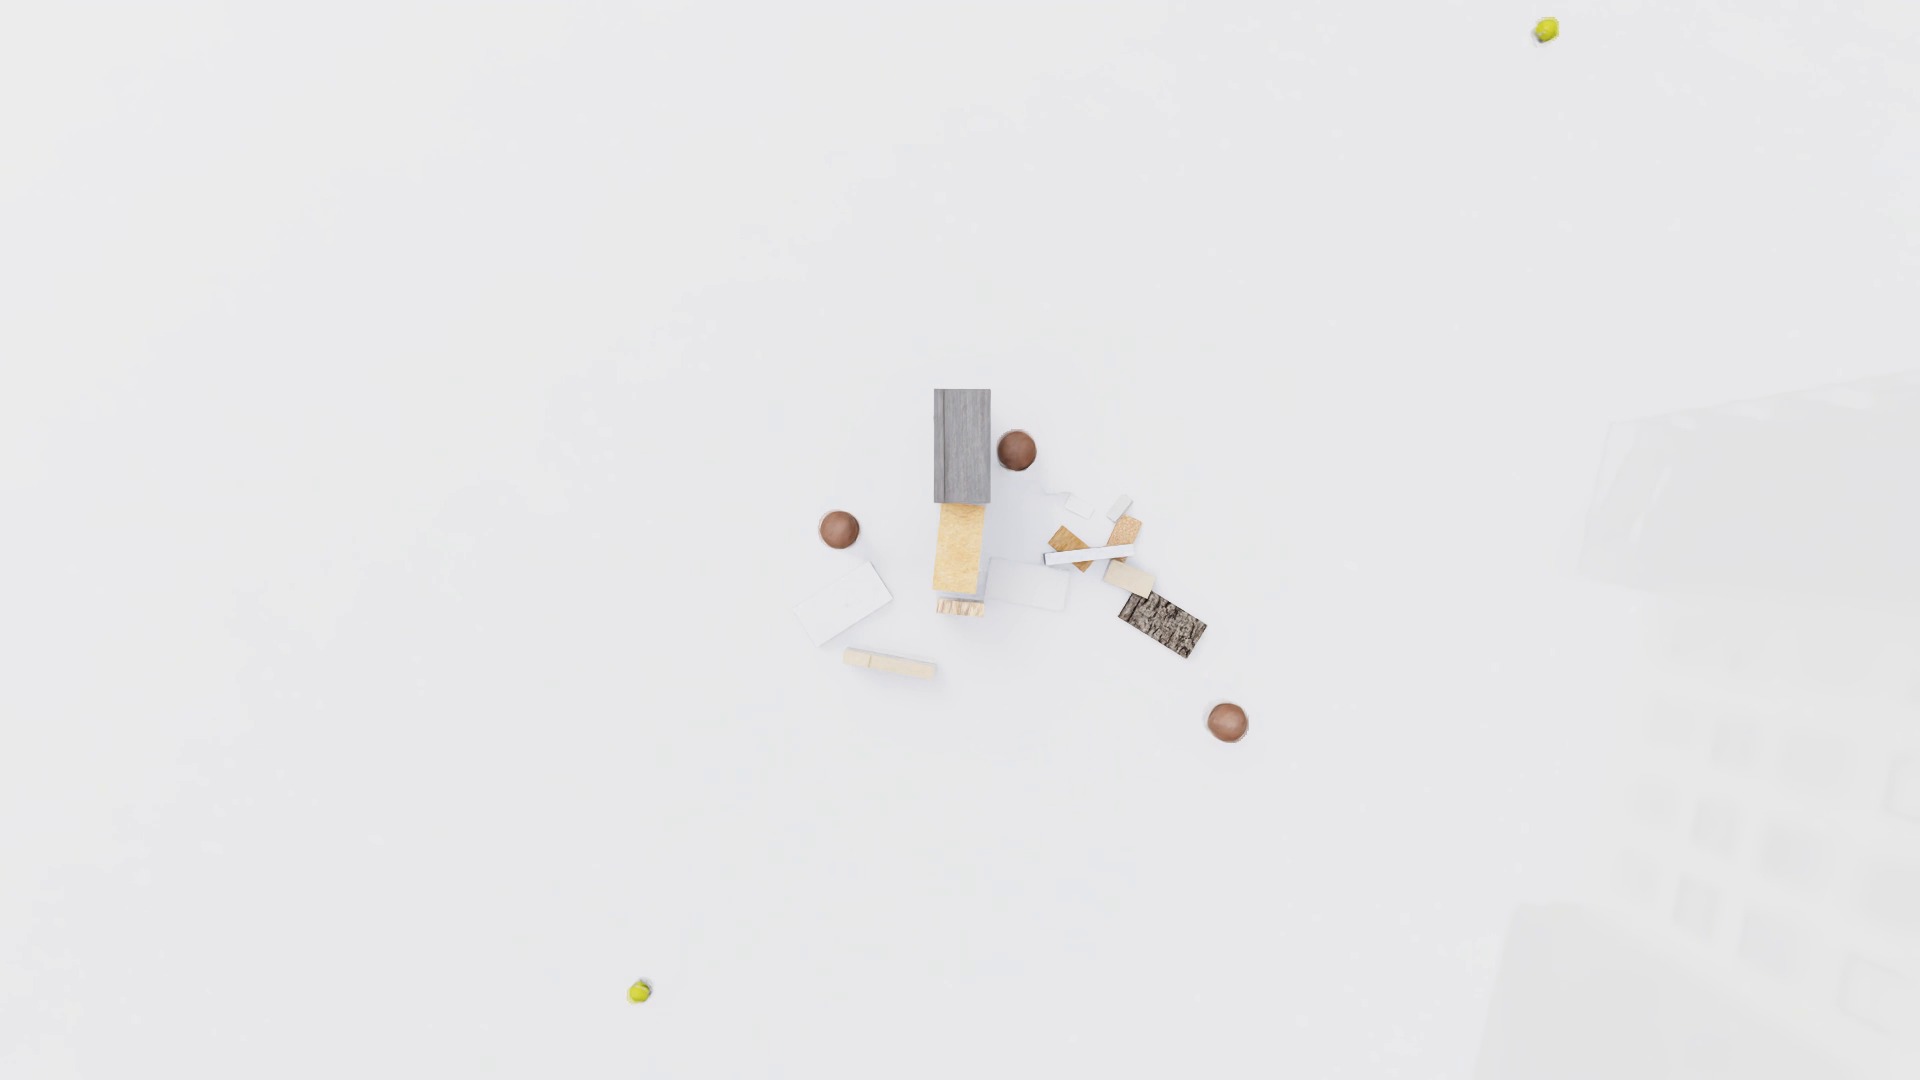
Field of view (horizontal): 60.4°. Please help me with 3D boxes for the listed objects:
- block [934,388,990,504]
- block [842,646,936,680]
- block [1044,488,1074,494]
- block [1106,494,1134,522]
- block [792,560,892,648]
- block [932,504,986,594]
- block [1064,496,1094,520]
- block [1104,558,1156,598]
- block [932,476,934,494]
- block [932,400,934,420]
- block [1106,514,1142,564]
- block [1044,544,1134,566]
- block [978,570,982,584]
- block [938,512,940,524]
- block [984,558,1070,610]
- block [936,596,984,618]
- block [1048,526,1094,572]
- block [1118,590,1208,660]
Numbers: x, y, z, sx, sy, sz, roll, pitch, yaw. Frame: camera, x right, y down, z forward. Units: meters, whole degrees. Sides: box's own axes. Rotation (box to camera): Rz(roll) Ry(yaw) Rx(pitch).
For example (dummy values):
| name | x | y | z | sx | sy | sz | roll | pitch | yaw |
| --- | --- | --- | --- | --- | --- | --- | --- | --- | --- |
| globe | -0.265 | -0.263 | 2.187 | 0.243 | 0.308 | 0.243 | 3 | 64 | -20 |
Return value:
| name | x | y | z | sx | sy | sz | roll | pitch | yaw |
| --- | --- | --- | --- | --- | --- | --- | --- | --- | --- |
| block | 0.007 | -0.291 | 5.122 | 0.176 | 0.050 | 0.353 | 0 | 90 | 0 |
| block | -0.231 | 0.405 | 5.425 | 0.299 | 0.149 | 0.042 | 11 | 90 | 0 |
| block | 0.328 | -0.164 | 5.477 | 0.092 | 0.046 | 0.013 | -7 | 90 | 0 |
| block | 0.531 | -0.104 | 5.480 | 0.092 | 0.013 | 0.046 | -51 | 50 | 0 |
| block | -0.387 | 0.212 | 5.479 | 0.299 | 0.042 | 0.149 | -32 | 90 | 0 |
| block | -0.004 | 0.024 | 5.202 | 0.139 | 0.039 | 0.278 | 6 | 90 | 0 |
| block | 0.397 | -0.109 | 5.493 | 0.092 | 0.013 | 0.046 | 27 | 90 | 0 |
| block | 0.562 | 0.128 | 5.456 | 0.156 | 0.022 | 0.078 | 22 | 89 | 8 |
| block | 0.002 | -0.175 | 5.324 | 0.176 | 0.353 | 0.050 | 0 | 90 | 0 |
| block | 0.002 | -0.411 | 5.324 | 0.176 | 0.353 | 0.050 | 0 | 90 | 0 |
| block | 0.540 | -0.004 | 5.489 | 0.078 | 0.022 | 0.156 | 24 | 90 | 0 |
| block | 0.421 | 0.047 | 5.412 | 0.289 | 0.133 | 0.038 | -6 | 90 | 0 |
| block | 0.001 | 0.120 | 5.361 | 0.139 | 0.278 | 0.039 | 0 | 90 | 0 |
| block | 0.002 | -0.066 | 5.361 | 0.139 | 0.278 | 0.039 | 0 | 90 | 0 |
| block | 0.222 | 0.145 | 5.481 | 0.266 | 0.038 | 0.133 | 10 | 90 | 0 |
| block | 0.001 | 0.216 | 5.351 | 0.149 | 0.299 | 0.042 | 5 | 90 | 0 |
| block | 0.376 | 0.030 | 5.489 | 0.156 | 0.022 | 0.078 | 39 | 90 | 0 |
| block | 0.673 | 0.269 | 5.481 | 0.266 | 0.038 | 0.133 | 32 | 90 | 0 |
